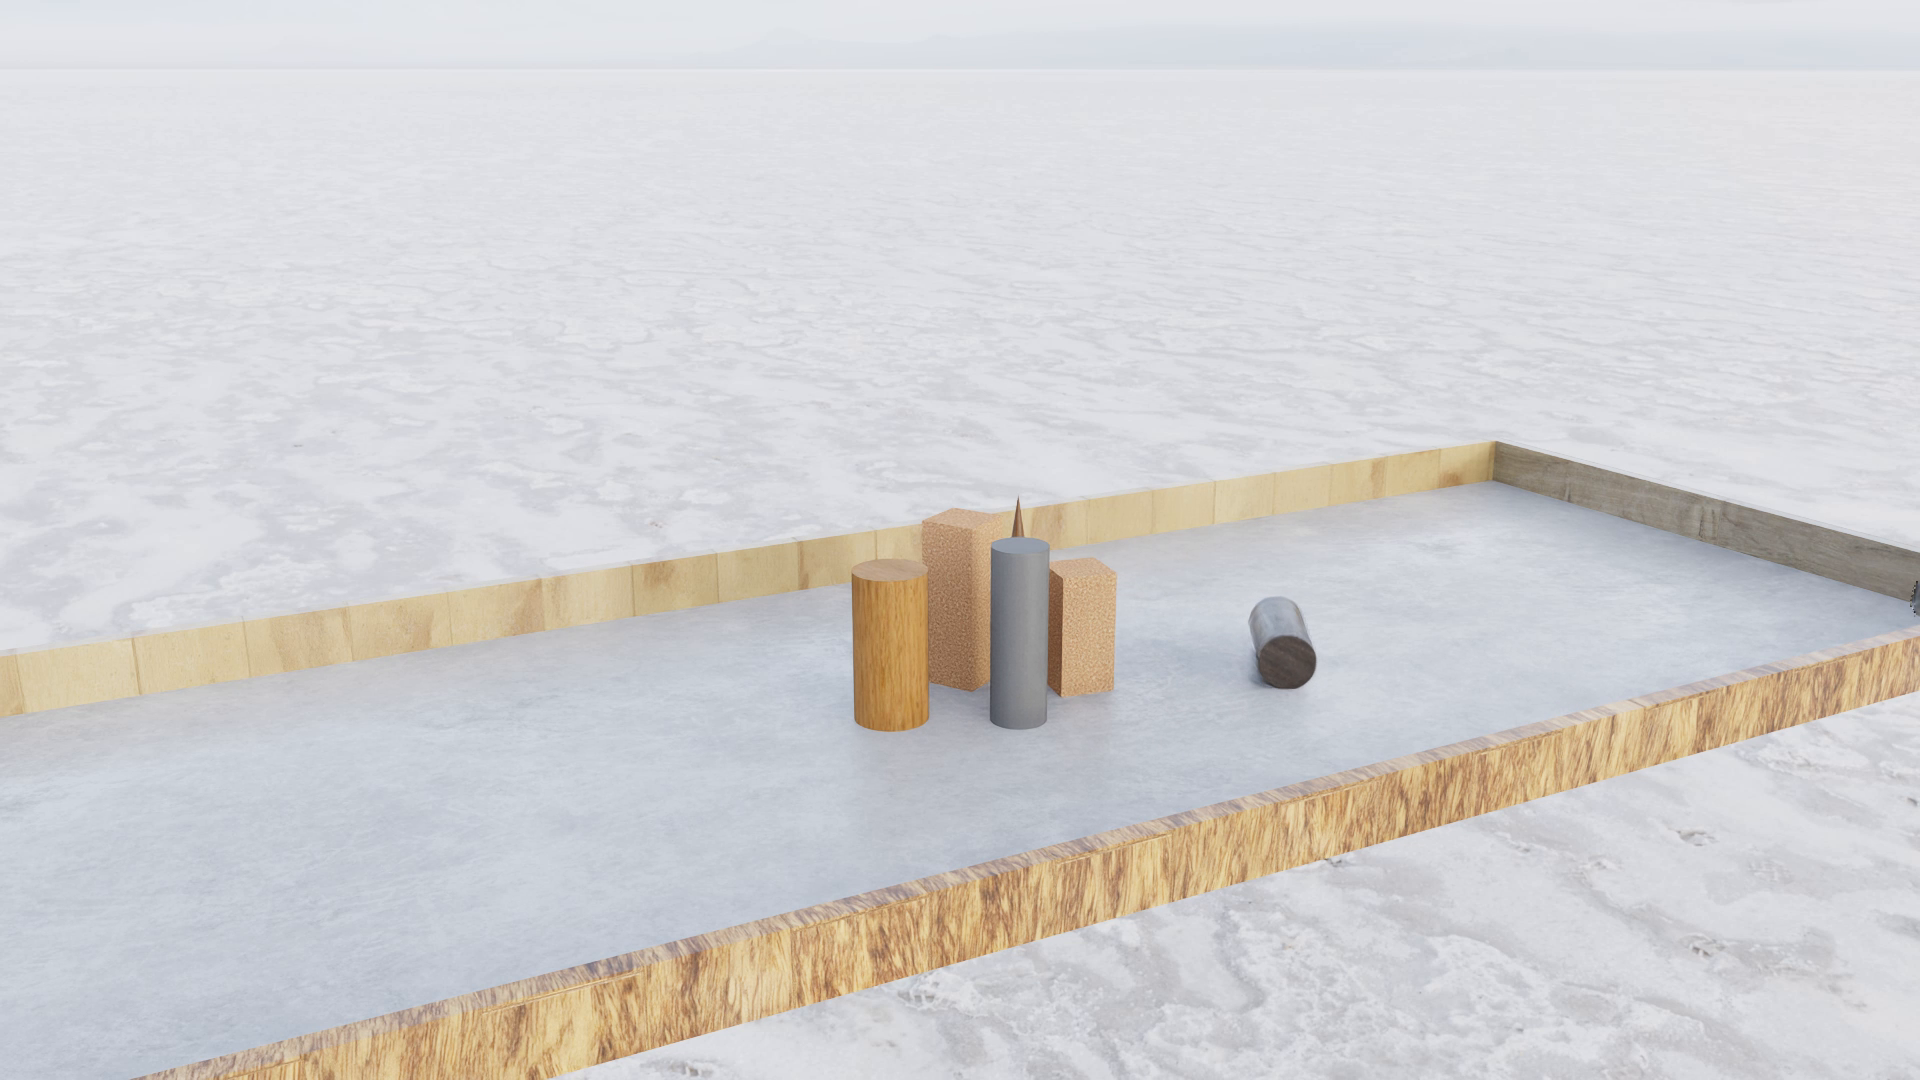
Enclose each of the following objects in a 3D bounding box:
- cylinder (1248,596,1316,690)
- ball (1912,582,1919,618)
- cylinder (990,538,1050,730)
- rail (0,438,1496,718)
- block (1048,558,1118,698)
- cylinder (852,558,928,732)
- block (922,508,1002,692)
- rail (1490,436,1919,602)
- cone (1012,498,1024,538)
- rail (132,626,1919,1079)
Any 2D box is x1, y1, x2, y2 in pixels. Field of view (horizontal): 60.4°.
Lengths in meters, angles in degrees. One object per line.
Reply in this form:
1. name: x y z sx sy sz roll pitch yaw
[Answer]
1. cylinder: 0.823 0.259 4.222 0.141 0.141 0.314 1 16 5
2. ball: 2.689 0.165 4.480 0.176 0.176 0.176 0 16 0
3. cylinder: 0.139 0.218 3.852 0.136 0.429 0.136 0 16 0
4. rail: -3.305 0.497 3.399 12.000 0.150 0.050 -9 18 -27
5. block: 0.291 0.214 4.085 0.140 0.305 0.140 -6 17 -18
6. cylinder: -0.162 0.245 3.871 0.178 0.367 0.178 0 16 0
7. block: 0.006 0.147 4.112 0.144 0.419 0.144 10 19 31
8. rail: 2.466 -0.048 5.253 0.050 0.150 2.100 -9 18 -27
9. cone: 0.152 0.079 4.345 0.126 0.417 0.126 0 16 0
10. rail: -2.336 1.006 1.665 12.000 0.150 0.050 -9 18 -27
